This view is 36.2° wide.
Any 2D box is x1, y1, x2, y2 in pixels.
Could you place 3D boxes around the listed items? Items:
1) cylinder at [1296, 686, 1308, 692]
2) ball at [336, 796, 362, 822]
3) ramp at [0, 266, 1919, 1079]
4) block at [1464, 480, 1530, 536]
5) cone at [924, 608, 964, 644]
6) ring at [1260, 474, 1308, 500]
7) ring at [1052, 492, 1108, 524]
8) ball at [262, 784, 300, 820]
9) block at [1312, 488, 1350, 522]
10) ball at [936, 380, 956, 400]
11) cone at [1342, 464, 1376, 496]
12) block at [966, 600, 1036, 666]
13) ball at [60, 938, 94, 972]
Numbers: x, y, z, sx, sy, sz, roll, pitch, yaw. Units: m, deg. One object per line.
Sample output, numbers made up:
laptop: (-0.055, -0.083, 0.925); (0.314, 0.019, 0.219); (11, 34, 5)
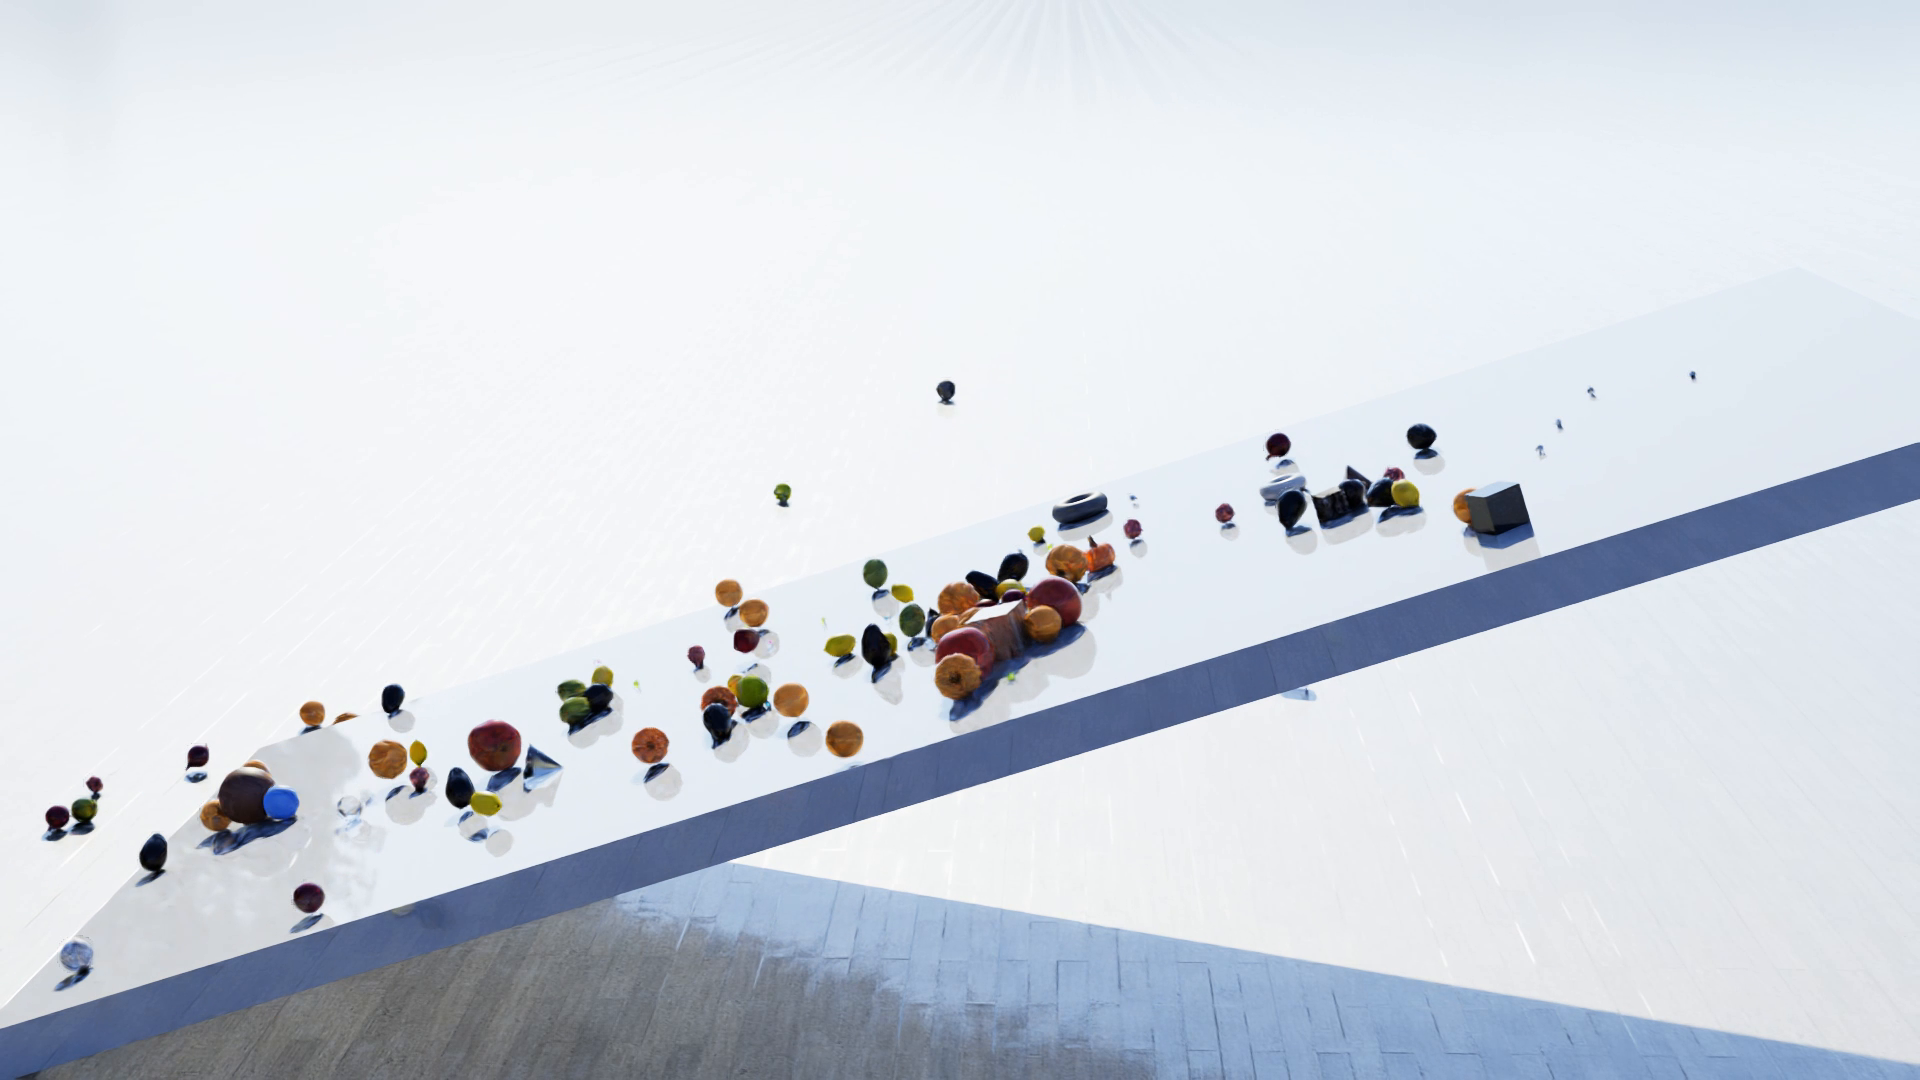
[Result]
cylinder: (0.957, 0.390, 8.426); (0.076, 0.076, 0.076); (21, 20, 25)
ball: (-1.301, 0.572, 6.271); (0.055, 0.055, 0.055); (0, 12, 0)
ramp: (0.102, 0.182, 6.309); (4.000, 0.100, 2.000); (-17, 10, 5)
block: (1.009, -0.060, 5.520); (0.077, 0.077, 0.077); (-22, 11, -17)
cone: (-0.029, 0.185, 6.147); (0.080, 0.080, 0.080); (8, 11, -6)
ring: (0.708, -0.117, 6.441); (0.109, 0.036, 0.109); (-18, 9, 3)
ring: (0.283, -0.077, 6.938); (0.137, 0.046, 0.137); (-17, 11, 3)
ball: (-1.501, 0.580, 6.507); (0.079, 0.079, 0.079); (0, 12, 0)
block: (0.766, -0.074, 6.072); (0.053, 0.053, 0.053); (-21, 11, -16)
ball: (-0.064, -0.699, 13.678); (0.093, 0.093, 0.093); (0, 12, 0)
cone: (0.849, -0.120, 6.222); (0.072, 0.072, 0.072); (9, 12, 1)
block: (0.080, 0.183, 5.815); (0.090, 0.090, 0.090); (-13, 12, 26)
ball: (-1.722, 0.809, 5.737); (0.066, 0.066, 0.066); (0, 12, 0)
